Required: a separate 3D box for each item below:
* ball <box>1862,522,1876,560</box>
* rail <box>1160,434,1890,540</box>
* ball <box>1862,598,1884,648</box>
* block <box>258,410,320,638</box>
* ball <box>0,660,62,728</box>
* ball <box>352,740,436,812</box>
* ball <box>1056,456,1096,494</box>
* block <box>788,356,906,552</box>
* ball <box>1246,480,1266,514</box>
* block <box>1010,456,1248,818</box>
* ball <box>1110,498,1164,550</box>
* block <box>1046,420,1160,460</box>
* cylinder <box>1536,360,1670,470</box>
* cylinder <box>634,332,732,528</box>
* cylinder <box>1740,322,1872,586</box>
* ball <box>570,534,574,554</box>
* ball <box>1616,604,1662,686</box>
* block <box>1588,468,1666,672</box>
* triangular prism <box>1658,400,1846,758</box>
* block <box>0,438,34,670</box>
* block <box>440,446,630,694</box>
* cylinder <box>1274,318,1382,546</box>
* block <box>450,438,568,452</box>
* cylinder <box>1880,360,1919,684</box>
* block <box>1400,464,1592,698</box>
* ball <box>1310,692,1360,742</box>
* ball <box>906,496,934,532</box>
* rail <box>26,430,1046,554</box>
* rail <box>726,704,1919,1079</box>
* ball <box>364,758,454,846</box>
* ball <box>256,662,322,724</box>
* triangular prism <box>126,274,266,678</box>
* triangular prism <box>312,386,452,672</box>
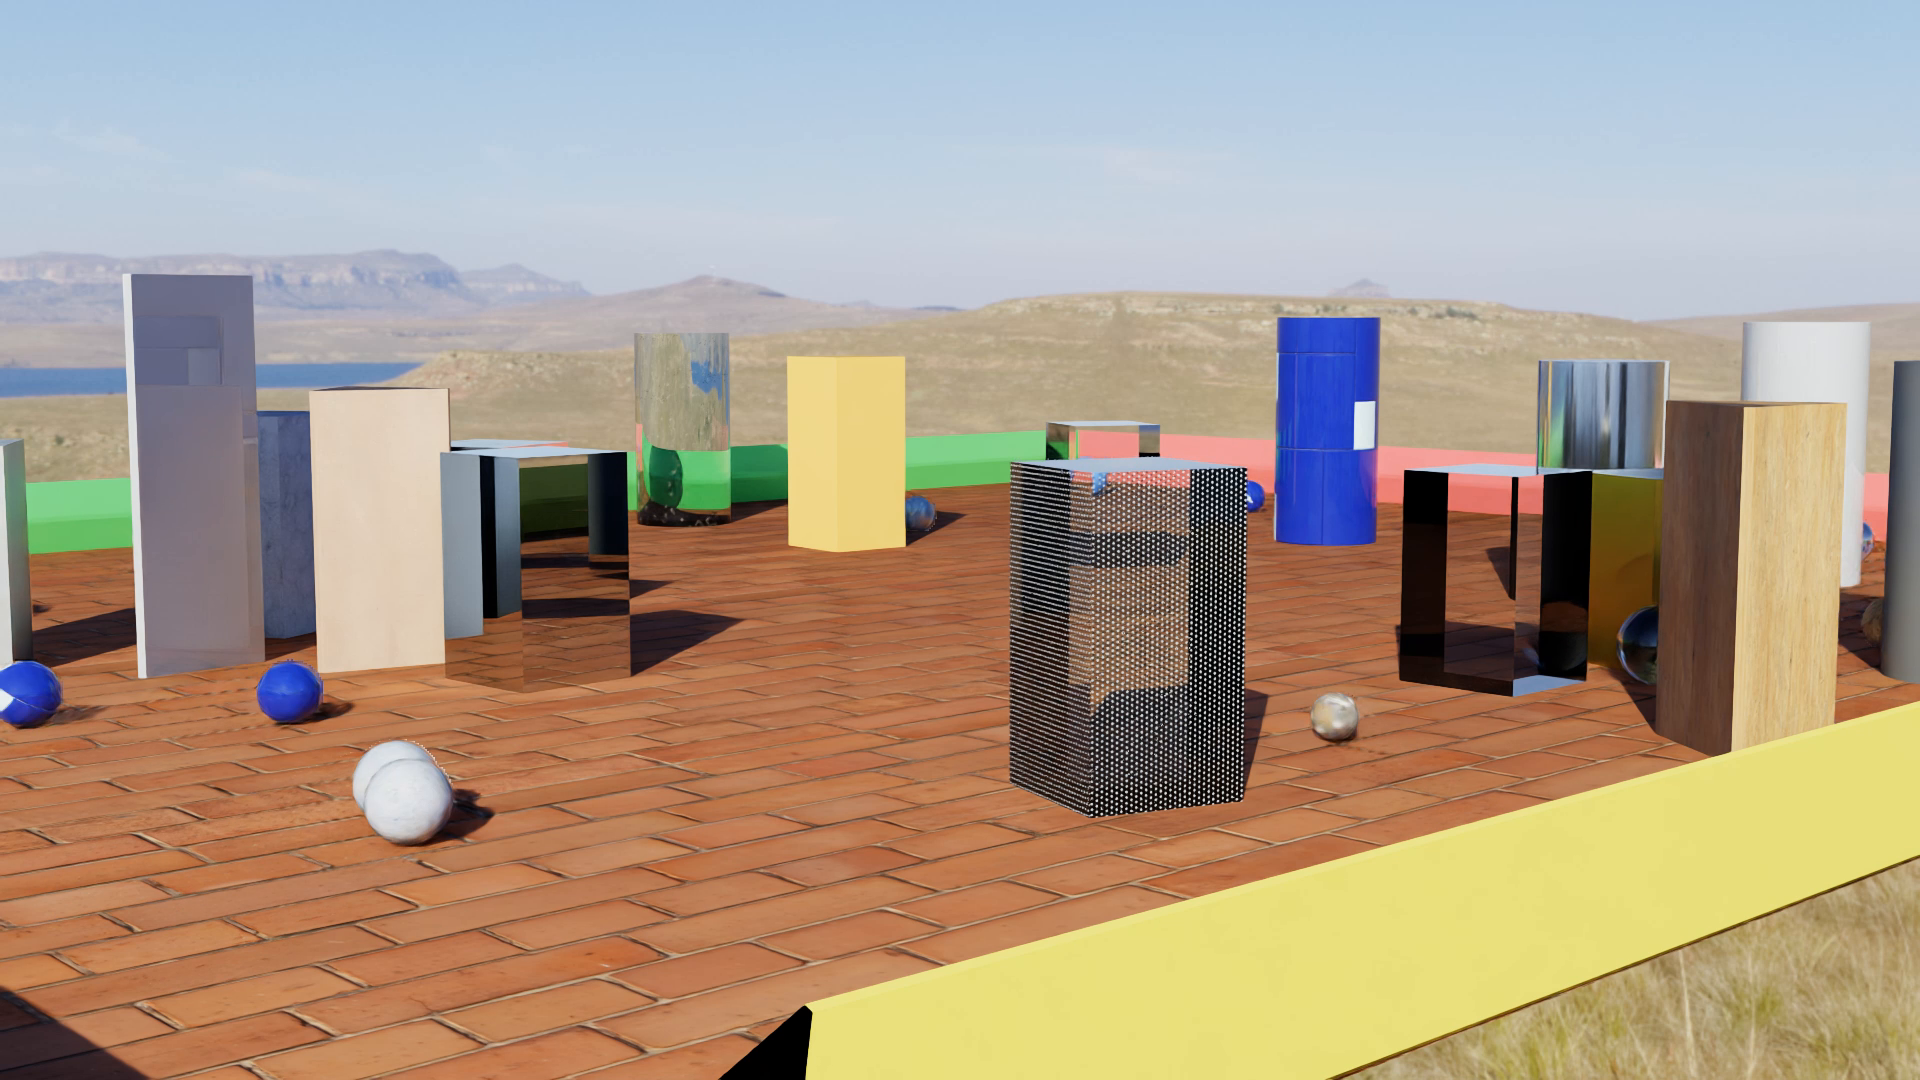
[{"bbox_3d":[1.504,0.002,3.717,0.079,0.079,0.079,0,6,0],"label":"ball"},{"bbox_3d":[1.413,-0.102,4.629,0.045,0.129,3.346,-5,8,-42],"label":"rail"},{"bbox_3d":[1.228,0.109,2.905,0.069,0.069,0.069,0,6,0],"label":"ball"},{"bbox_3d":[-0.968,-0.026,3.078,0.158,0.302,0.158,2,6,19],"label":"block"},{"bbox_3d":[-1.002,0.165,2.357,0.072,0.072,0.072,0,6,0],"label":"ball"},{"bbox_3d":[-0.489,0.211,1.906,0.073,0.073,0.073,0,6,0],"label":"ball"},{"bbox_3d":[0.282,-0.158,5.330,0.096,0.096,0.096,0,6,0],"label":"ball"},{"bbox_3d":[-0.215,-0.167,4.157,0.158,0.359,0.158,-5,8,-39],"label":"block"},{"bbox_3d":[0.637,-0.095,4.845,0.072,0.072,0.072,0,6,0],"label":"ball"},{"bbox_3d":[0.152,0.082,2.024,0.158,0.305,0.158,-3,7,-25],"label":"block"},{"bbox_3d":[0.330,-0.030,4.098,0.097,0.097,0.097,0,6,0],"label":"ball"},{"bbox_3d":[0.254,-0.088,3.946,0.158,0.244,0.158,-2,6,-17],"label":"block"},{"bbox_3d":[0.999,-0.096,3.431,0.198,0.367,0.198,0,6,0],"label":"cylinder"},{"bbox_3d":[-0.581,-0.235,4.615,0.198,0.398,0.198,0,6,0],"label":"cylinder"},{"bbox_3d":[1.387,-0.145,3.625,0.198,0.426,0.198,0,6,0],"label":"cylinder"},{"bbox_3d":[-0.715,0.008,3.869,0.070,0.070,0.070,0,6,0],"label":"ball"},{"bbox_3d":[0.832,0.125,2.622,0.096,0.096,0.096,0,6,0],"label":"ball"},{"bbox_3d":[0.884,0.036,2.770,0.158,0.241,0.158,-2,6,-22],"label":"block"},{"bbox_3d":[0.784,0.035,2.251,0.171,0.352,0.148,-5,8,-38],"label":"triangular prism"},{"bbox_3d":[-1.248,0.021,2.716,0.158,0.282,0.158,-2,6,-14],"label":"block"},{"bbox_3d":[-0.513,0.031,2.660,0.158,0.275,0.158,5,8,42],"label":"block"},{"bbox_3d":[0.709,-0.214,4.254,0.198,0.431,0.198,0,6,0],"label":"cylinder"},{"bbox_3d":[-0.662,-0.007,3.099,0.158,0.259,0.158,3,7,24],"label":"block"},{"bbox_3d":[1.229,-0.023,2.662,0.198,0.383,0.198,0,6,0],"label":"cylinder"},{"bbox_3d":[0.643,0.043,2.639,0.158,0.255,0.158,-6,8,-43],"label":"block"},{"bbox_3d":[0.389,0.183,2.282,0.050,0.050,0.050,0,6,0],"label":"ball"},{"bbox_3d":[-0.087,-0.053,4.447,0.071,0.071,0.071,0,6,0],"label":"ball"},{"bbox_3d":[-1.118,-0.092,4.537,3.893,0.129,0.045,-5,8,-42],"label":"rail"},{"bbox_3d":[1.118,0.159,2.126,3.893,0.129,0.045,-5,8,-42],"label":"rail"},{"bbox_3d":[-0.461,0.218,1.838,0.073,0.073,0.073,0,6,0],"label":"ball"},{"bbox_3d":[-0.725,0.165,2.377,0.067,0.067,0.067,0,6,0],"label":"ball"},{"bbox_3d":[-0.997,-0.087,2.760,0.148,0.488,0.171,5,8,39],"label":"triangular prism"},{"bbox_3d":[-0.753,-0.020,2.801,0.171,0.347,0.148,-4,7,-31],"label":"triangular prism"}]
